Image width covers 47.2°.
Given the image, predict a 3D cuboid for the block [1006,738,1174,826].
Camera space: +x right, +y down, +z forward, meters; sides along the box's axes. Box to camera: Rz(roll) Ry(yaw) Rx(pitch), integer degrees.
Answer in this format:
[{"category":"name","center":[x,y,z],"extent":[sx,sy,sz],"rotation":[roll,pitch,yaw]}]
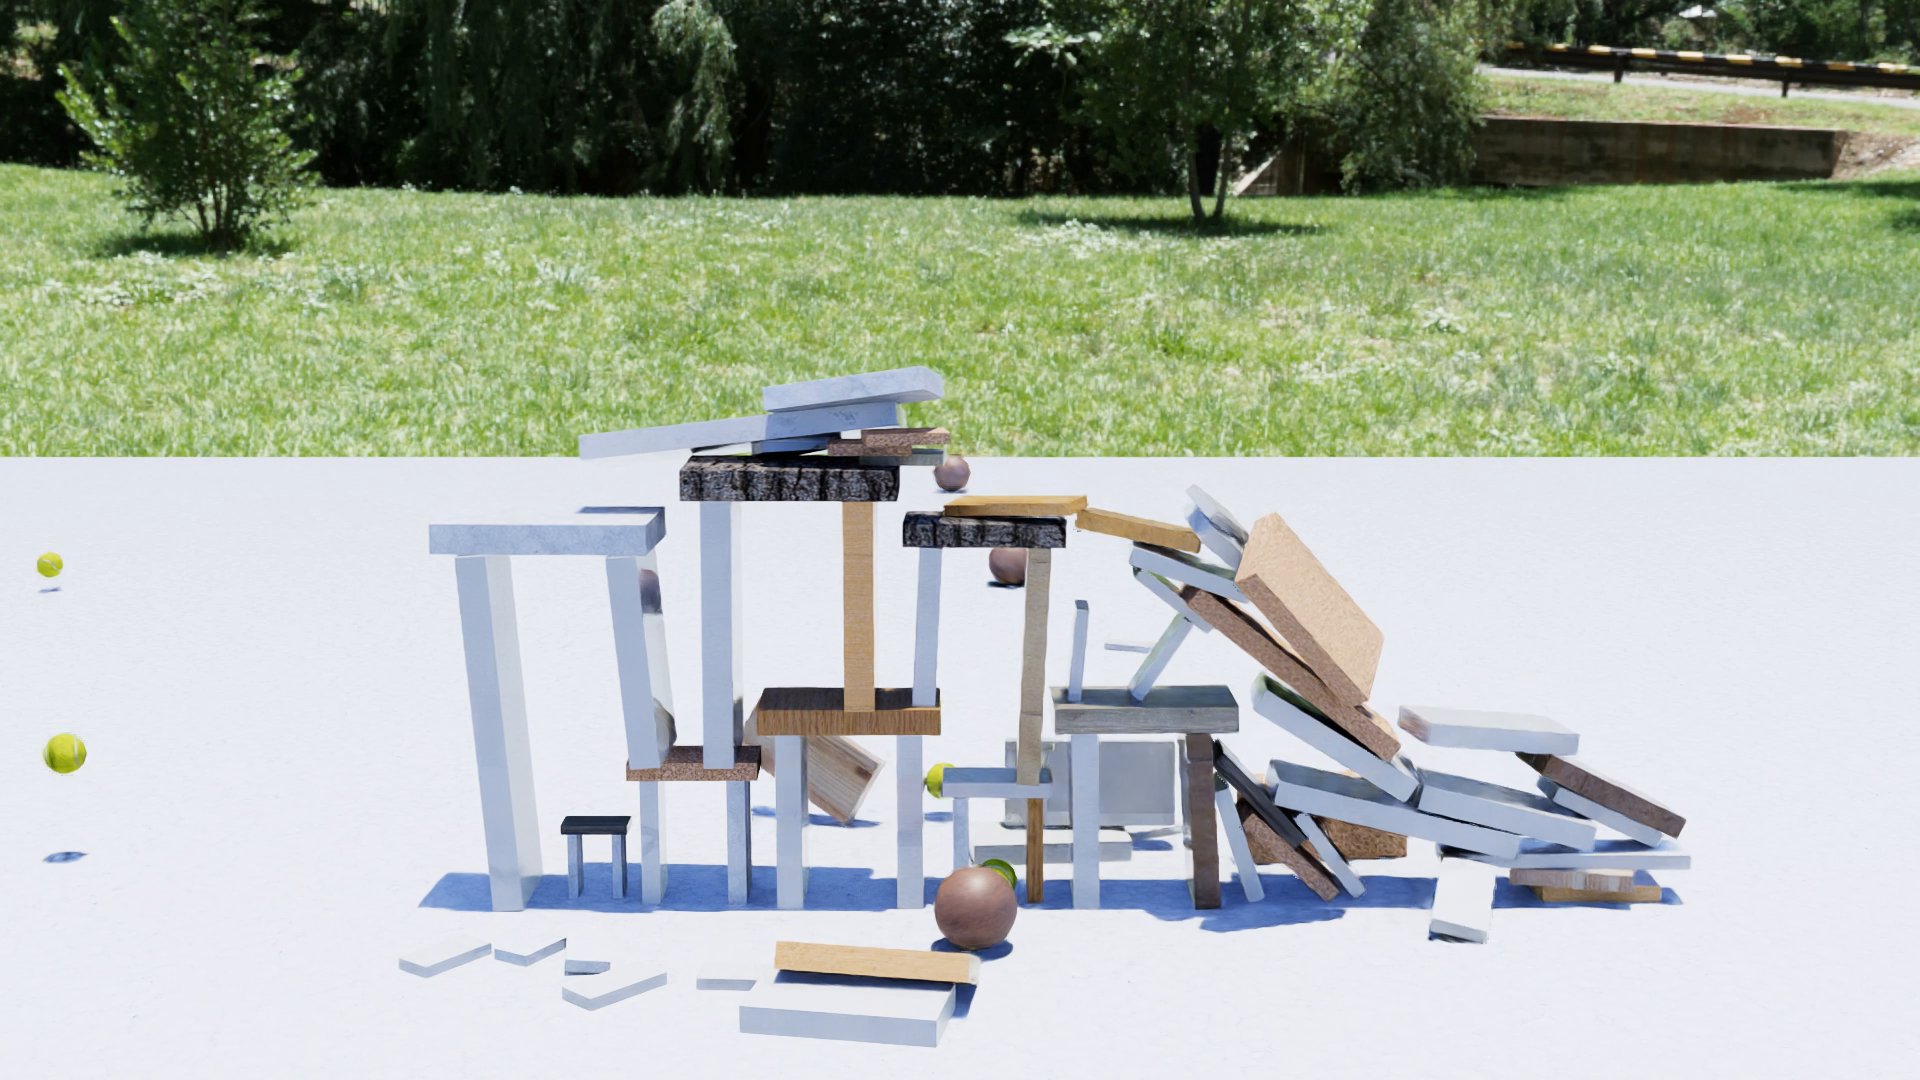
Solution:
[{"category":"block","center":[0.230,0.429,3.901],"extent":[0.299,0.149,0.042],"rotation":[0,2,3]}]

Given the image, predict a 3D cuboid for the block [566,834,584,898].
[{"category":"block","center":[-0.640,0.535,3.663],"extent":[0.016,0.110,0.055],"rotation":[0,11,0]}]

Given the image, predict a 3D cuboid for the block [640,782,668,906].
[{"category":"block","center":[-0.508,0.486,3.648],"extent":[0.030,0.212,0.106],"rotation":[0,11,-1]}]

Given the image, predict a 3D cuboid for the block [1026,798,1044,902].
[{"category":"block","center":[0.124,0.502,3.652],"extent":[0.025,0.180,0.090],"rotation":[0,11,0]}]

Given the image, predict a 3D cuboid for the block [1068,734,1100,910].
[{"category":"block","center":[0.204,0.444,3.638],"extent":[0.042,0.297,0.148],"rotation":[-1,11,0]}]

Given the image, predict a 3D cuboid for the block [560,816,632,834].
[{"category":"block","center":[-0.604,0.474,3.651],"extent":[0.110,0.016,0.055],"rotation":[0,11,0]}]

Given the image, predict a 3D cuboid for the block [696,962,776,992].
[{"category":"block","center":[-0.325,0.652,3.284],"extent":[0.128,0.018,0.064],"rotation":[1,11,4]}]

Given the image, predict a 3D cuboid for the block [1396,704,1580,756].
[{"category":"block","center":[0.869,0.313,3.623],"extent":[0.261,0.037,0.131],"rotation":[5,8,-12]}]

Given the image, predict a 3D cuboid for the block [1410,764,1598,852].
[{"category":"block","center":[0.890,0.441,3.644],"extent":[0.292,0.041,0.146],"rotation":[14,8,-2]}]

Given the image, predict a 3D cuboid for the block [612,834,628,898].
[{"category":"block","center":[-0.567,0.535,3.663],"extent":[0.016,0.110,0.055],"rotation":[0,11,0]}]

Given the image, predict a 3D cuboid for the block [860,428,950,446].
[{"category":"block","center":[-0.087,-0.164,3.489],"extent":[0.133,0.019,0.067],"rotation":[-2,11,-10]}]

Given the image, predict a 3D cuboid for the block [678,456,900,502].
[{"category":"block","center":[-0.270,-0.100,3.537],"extent":[0.342,0.048,0.171],"rotation":[0,11,0]}]

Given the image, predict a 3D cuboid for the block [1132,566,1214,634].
[{"category":"block","center":[0.347,0.091,3.578],"extent":[0.152,0.022,0.076],"rotation":[38,10,-6]}]

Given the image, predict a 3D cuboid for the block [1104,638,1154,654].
[{"category":"block","center":[0.416,0.260,5.402],"extent":[0.112,0.016,0.056],"rotation":[4,11,20]}]

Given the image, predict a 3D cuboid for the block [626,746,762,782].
[{"category":"block","center":[-0.437,0.367,3.622],"extent":[0.212,0.030,0.106],"rotation":[0,11,-1]}]

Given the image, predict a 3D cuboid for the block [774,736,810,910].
[{"category":"block","center":[-0.277,0.446,3.640],"extent":[0.042,0.294,0.147],"rotation":[0,11,0]}]

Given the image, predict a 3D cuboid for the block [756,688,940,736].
[{"category":"block","center":[-0.180,0.281,3.609],"extent":[0.294,0.042,0.147],"rotation":[0,11,0]}]

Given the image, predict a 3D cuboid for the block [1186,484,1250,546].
[{"category":"block","center":[0.410,-0.040,3.482],"extent":[0.067,0.019,0.134],"rotation":[52,12,34]}]

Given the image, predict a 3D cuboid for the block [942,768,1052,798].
[{"category":"block","center":[0.061,0.401,3.633],"extent":[0.180,0.025,0.090],"rotation":[0,11,1]}]

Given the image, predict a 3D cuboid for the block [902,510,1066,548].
[{"category":"block","center":[0.041,-0.018,3.562],"extent":[0.261,0.037,0.131],"rotation":[0,11,2]}]

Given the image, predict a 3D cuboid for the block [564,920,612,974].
[{"category":"block","center":[-0.570,0.624,3.377],"extent":[0.068,0.019,0.136],"rotation":[5,15,-10]}]

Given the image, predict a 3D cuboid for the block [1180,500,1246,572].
[{"category":"block","center":[0.441,0.022,3.507],"extent":[0.203,0.029,0.101],"rotation":[39,13,-29]}]

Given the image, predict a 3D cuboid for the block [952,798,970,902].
[{"category":"block","center":[0.002,0.501,3.653],"extent":[0.026,0.180,0.090],"rotation":[0,11,1]}]

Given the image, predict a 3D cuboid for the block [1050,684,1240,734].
[{"category":"block","center":[0.299,0.277,3.605],"extent":[0.297,0.042,0.148],"rotation":[-1,11,-1]}]

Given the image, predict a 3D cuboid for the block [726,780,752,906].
[{"category":"block","center":[-0.366,0.486,3.647],"extent":[0.030,0.212,0.106],"rotation":[0,11,-1]}]

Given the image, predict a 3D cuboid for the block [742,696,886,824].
[{"category":"block","center":[-0.280,0.397,4.054],"extent":[0.262,0.131,0.037],"rotation":[32,8,16]}]

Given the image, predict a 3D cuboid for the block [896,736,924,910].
[{"category":"block","center":[-0.081,0.446,3.640],"extent":[0.042,0.294,0.147],"rotation":[0,11,0]}]

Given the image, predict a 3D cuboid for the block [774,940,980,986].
[{"category":"block","center":[-0.119,0.621,3.229],"extent":[0.283,0.040,0.142],"rotation":[3,-12,7]}]

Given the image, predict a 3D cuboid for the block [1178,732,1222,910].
[{"category":"block","center":[0.394,0.444,3.638],"extent":[0.042,0.297,0.148],"rotation":[-4,11,0]}]

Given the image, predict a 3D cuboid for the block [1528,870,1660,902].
[{"category":"block","center":[1.057,0.575,3.675],"extent":[0.195,0.028,0.098],"rotation":[0,11,0]}]

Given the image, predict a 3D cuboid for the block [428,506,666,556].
[{"category":"block","center":[-0.664,-0.016,3.560],"extent":[0.347,0.049,0.173],"rotation":[0,11,3]}]

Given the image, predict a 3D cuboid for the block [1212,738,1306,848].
[{"category":"block","center":[0.489,0.419,3.641],"extent":[0.028,0.199,0.099],"rotation":[-44,7,7]}]

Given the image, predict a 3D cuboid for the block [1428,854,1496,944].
[{"category":"block","center":[0.805,0.572,3.518],"extent":[0.087,0.025,0.175],"rotation":[13,31,12]}]
